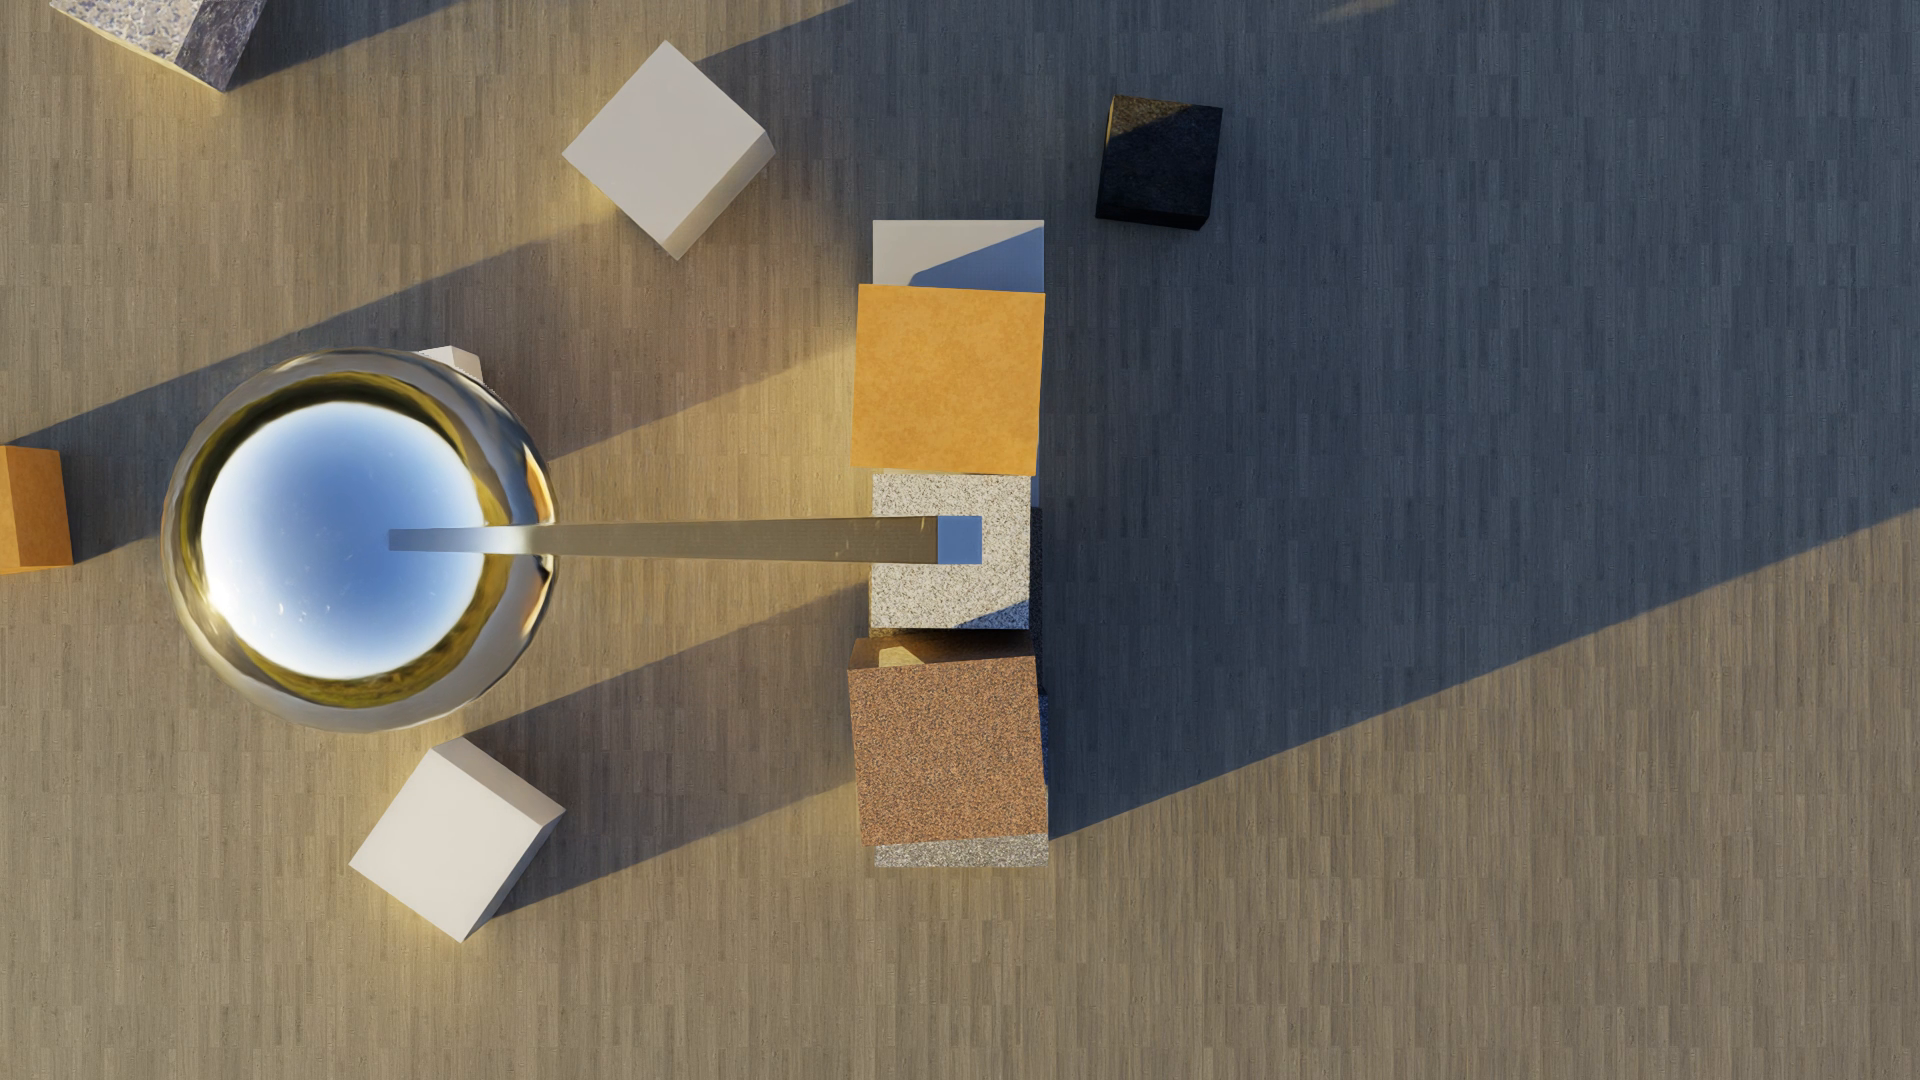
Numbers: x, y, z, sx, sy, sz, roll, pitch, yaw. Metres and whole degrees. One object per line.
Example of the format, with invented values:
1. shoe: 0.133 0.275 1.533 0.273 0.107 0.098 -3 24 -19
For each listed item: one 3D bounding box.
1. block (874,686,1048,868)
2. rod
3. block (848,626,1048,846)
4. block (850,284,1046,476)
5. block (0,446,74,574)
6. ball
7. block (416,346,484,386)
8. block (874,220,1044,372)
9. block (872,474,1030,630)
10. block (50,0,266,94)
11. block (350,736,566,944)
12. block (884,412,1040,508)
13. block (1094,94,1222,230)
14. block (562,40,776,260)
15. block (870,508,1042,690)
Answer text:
1. block: 0.008 1.324 12.542 0.953 0.916 0.946 0 90 0
2. rod: -1.064 0.000 5.978 0.080 5.200 0.080 0 90 -24
3. block: -0.060 1.009 11.548 0.944 0.963 0.912 -4 97 1
4. block: -0.063 -0.850 11.638 0.940 1.069 0.922 3 95 0
5. block: -5.607 -0.149 12.632 0.654 0.736 0.684 -7 90 0
6. ball: -2.455 0.000 9.081 1.600 1.600 1.600 0 90 0
7. block: -3.138 -0.659 12.645 0.725 0.710 0.742 -10 90 0
8. block: -0.008 -1.356 12.584 0.946 0.833 0.828 0 90 0
9. block: -0.046 0.058 11.584 0.800 0.849 0.779 1 90 0
10. block: -4.545 -3.134 12.590 0.764 0.820 0.735 25 90 0
11. block: -2.863 1.701 12.619 0.765 0.762 0.792 35 90 0
12. block: 0.009 -0.558 12.644 0.866 0.713 0.746 0 90 0
13. block: 1.143 -2.175 12.721 0.618 0.558 0.623 7 90 0
14. block: -1.658 -2.222 12.644 0.754 0.713 0.867 42 90 0
15. block: -0.023 0.320 12.504 0.946 0.991 0.989 0 90 0
